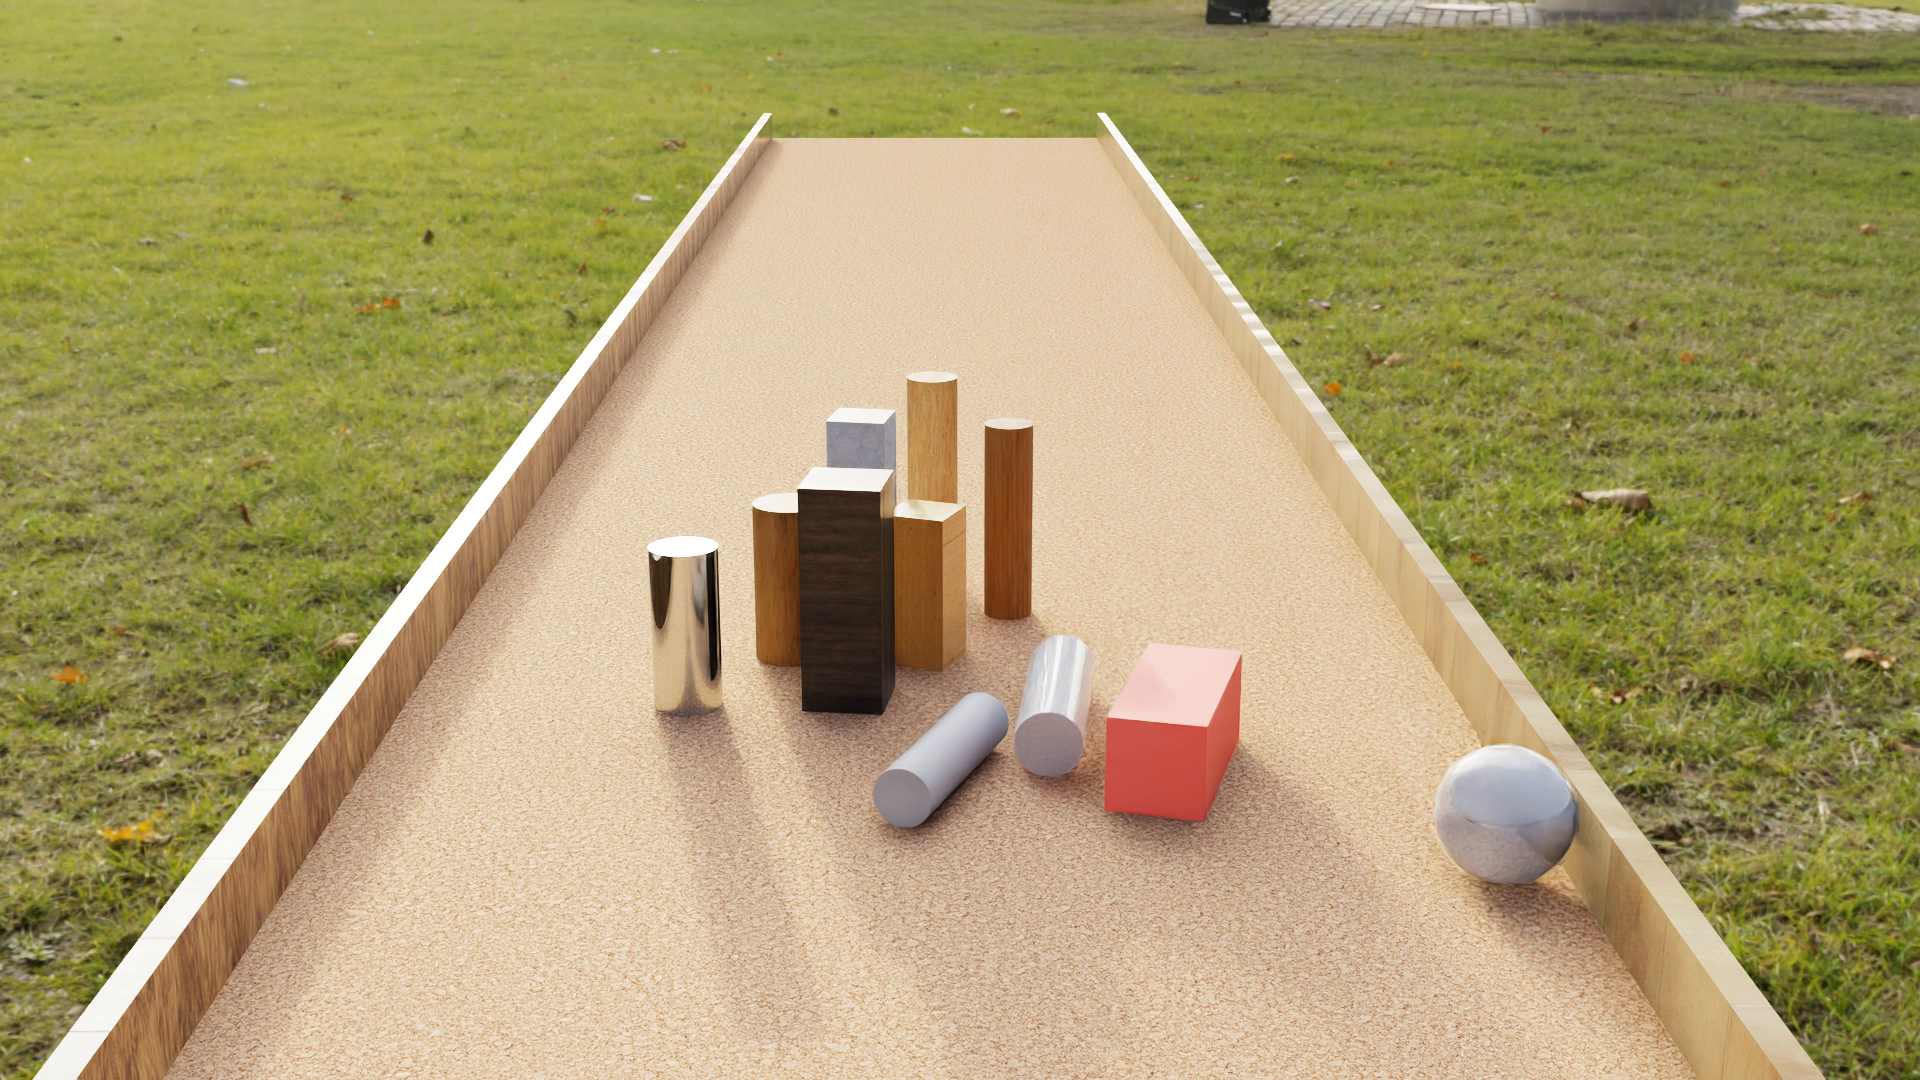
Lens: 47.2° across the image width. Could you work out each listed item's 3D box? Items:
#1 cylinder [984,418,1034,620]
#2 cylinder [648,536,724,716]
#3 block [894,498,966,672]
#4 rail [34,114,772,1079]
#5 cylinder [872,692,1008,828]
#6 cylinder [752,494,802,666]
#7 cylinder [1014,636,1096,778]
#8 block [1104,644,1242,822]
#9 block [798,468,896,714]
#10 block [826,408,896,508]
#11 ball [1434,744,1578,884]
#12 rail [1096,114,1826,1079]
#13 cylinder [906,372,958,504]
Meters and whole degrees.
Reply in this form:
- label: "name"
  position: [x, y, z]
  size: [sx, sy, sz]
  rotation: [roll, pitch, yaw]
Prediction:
- label: "cylinder"
  position: [0.102, -0.044, 4.647]
  size: [0.102, 0.415, 0.102]
  rotation: [0, 17, 0]
- label: "cylinder"
  position: [-0.515, 0.162, 4.134]
  size: [0.130, 0.313, 0.130]
  rotation: [0, 17, 0]
- label: "block"
  position: [-0.069, 0.089, 4.383]
  size: [0.125, 0.310, 0.125]
  rotation: [6, 18, 21]
- label: "rail"
  position: [-1.118, -0.838, 7.780]
  size: [0.050, 0.150, 12.000]
  rotation: [0, 17, -1]
- label: "cylinder"
  position: [-0.028, 0.374, 3.787]
  size: [0.104, 0.104, 0.381]
  rotation: [6, 18, 20]
- label: "cylinder"
  position: [-0.339, 0.079, 4.401]
  size: [0.145, 0.319, 0.145]
  rotation: [0, 17, 0]
- label: "cylinder"
  position: [0.176, 0.298, 4.012]
  size: [0.122, 0.122, 0.407]
  rotation: [2, 17, 6]
- label: "block"
  position: [0.376, 0.328, 3.828]
  size: [0.169, 0.169, 0.385]
  rotation: [5, 17, 15]
- label: "block"
  position: [-0.212, 0.095, 4.144]
  size: [0.153, 0.435, 0.153]
  rotation: [2, 17, 7]
- label: "block"
  position: [-0.204, -0.045, 4.601]
  size: [0.120, 0.442, 0.120]
  rotation: [3, 17, 10]
- label: "ball"
  position: [0.846, 0.425, 3.415]
  size: [0.217, 0.217, 0.217]
  rotation: [0, 17, 0]
- label: "rail"
  position: [0.932, -0.844, 7.801]
  size: [0.050, 0.150, 12.000]
  rotation: [0, 17, -1]
- label: "cylinder"
  position: [-0.061, -0.139, 4.893]
  size: [0.111, 0.457, 0.111]
  rotation: [0, 17, 0]
